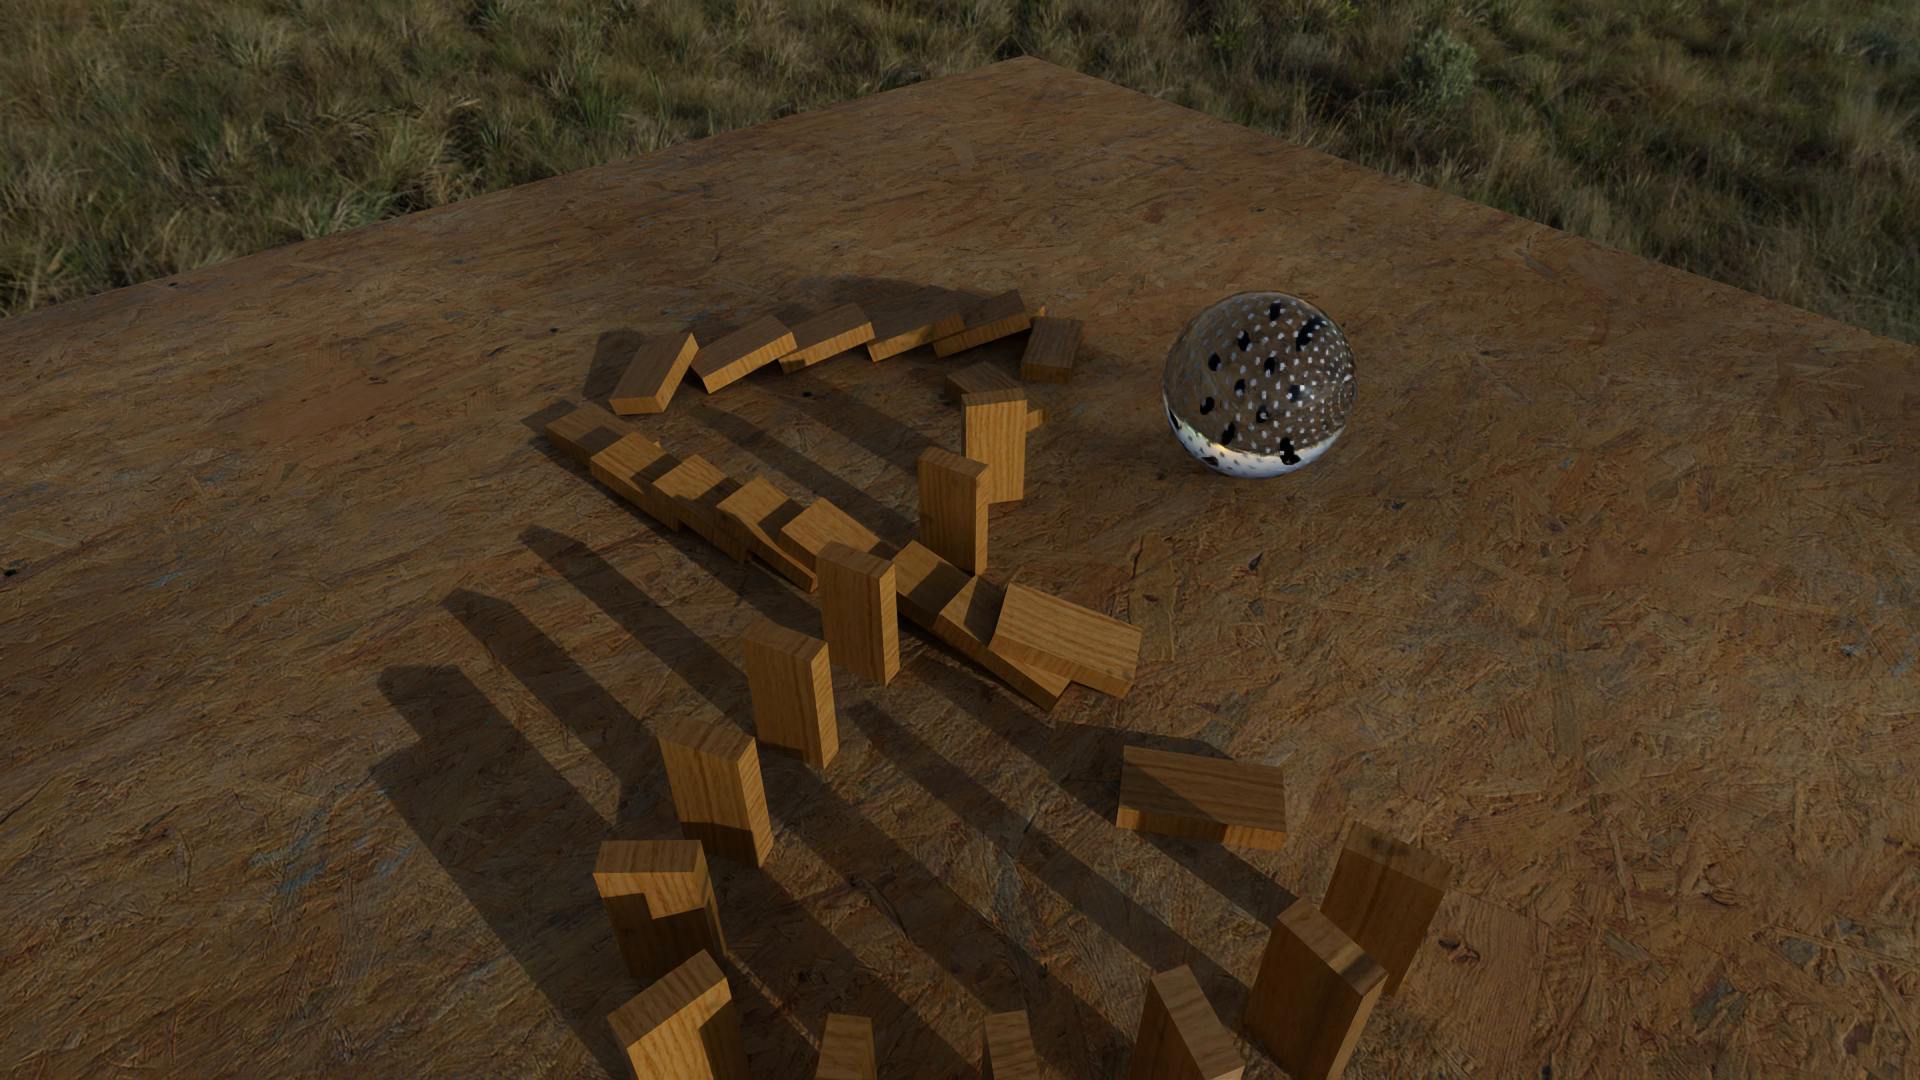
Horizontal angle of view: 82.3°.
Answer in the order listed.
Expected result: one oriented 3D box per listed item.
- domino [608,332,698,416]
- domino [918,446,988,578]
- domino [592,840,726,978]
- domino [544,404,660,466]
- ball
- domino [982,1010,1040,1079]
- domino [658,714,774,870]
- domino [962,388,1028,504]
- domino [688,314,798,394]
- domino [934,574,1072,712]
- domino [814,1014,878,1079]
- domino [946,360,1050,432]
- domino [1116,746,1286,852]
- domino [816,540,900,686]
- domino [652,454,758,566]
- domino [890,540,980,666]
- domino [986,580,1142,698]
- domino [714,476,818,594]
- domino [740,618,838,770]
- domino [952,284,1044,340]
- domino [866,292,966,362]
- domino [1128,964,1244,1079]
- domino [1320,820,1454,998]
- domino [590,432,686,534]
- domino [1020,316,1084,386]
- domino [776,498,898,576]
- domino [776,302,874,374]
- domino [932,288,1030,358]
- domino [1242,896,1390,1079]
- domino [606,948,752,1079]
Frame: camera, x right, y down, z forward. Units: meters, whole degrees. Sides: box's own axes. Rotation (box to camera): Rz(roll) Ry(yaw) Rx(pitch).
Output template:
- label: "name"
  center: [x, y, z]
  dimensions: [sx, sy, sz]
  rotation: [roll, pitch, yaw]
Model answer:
- label: "domino"
  center: [-0.148, -0.081, 0.534]
  dimensions: [0.025, 0.009, 0.050]
  rotation: [-1, 46, 16]
- label: "domino"
  center: [-0.003, -0.010, 0.423]
  dimensions: [0.025, 0.050, 0.010]
  rotation: [20, 43, 23]
- label: "domino"
  center: [-0.078, 0.099, 0.291]
  dimensions: [0.025, 0.050, 0.010]
  rotation: [0, 39, -1]
- label: "domino"
  center: [-0.161, -0.044, 0.498]
  dimensions: [0.050, 0.009, 0.025]
  rotation: [27, 47, 29]
- label: "ball"
  center: [0.127, -0.066, 0.468]
  dimensions: [0.080, 0.080, 0.080]
  rotation: [0, 39, 0]
- label: "domino"
  center: [0.012, 0.132, 0.250]
  dimensions: [0.010, 0.050, 0.025]
  rotation: [-5, 40, -6]
- label: "domino"
  center: [-0.070, 0.074, 0.321]
  dimensions: [0.025, 0.050, 0.010]
  rotation: [13, 41, 16]
- label: "domino"
  center: [0.014, -0.038, 0.458]
  dimensions: [0.025, 0.050, 0.010]
  rotation: [-8, 40, -9]
- label: "domino"
  center: [-0.109, -0.093, 0.548]
  dimensions: [0.050, 0.010, 0.025]
  rotation: [-31, 45, -16]
- label: "domino"
  center: [0.018, 0.036, 0.388]
  dimensions: [0.050, 0.010, 0.025]
  rotation: [35, 48, 12]
- label: "domino"
  center: [-0.026, 0.132, 0.250]
  dimensions: [0.009, 0.050, 0.025]
  rotation: [4, 39, 5]
- label: "domino"
  center: [0.018, -0.068, 0.526]
  dimensions: [0.025, 0.010, 0.050]
  rotation: [-25, 45, -27]
- label: "domino"
  center: [0.075, 0.081, 0.345]
  dimensions: [0.050, 0.010, 0.025]
  rotation: [7, 40, 8]
- label: "domino"
  center: [-0.035, 0.026, 0.380]
  dimensions: [0.025, 0.050, 0.010]
  rotation: [19, 43, 22]
- label: "domino"
  center: [-0.098, -0.013, 0.449]
  dimensions: [0.050, 0.010, 0.025]
  rotation: [34, 48, 14]
- label: "domino"
  center: [-0.005, 0.023, 0.407]
  dimensions: [0.050, 0.010, 0.025]
  rotation: [32, 48, 16]
- label: "domino"
  center: [0.037, 0.034, 0.383]
  dimensions: [0.050, 0.010, 0.025]
  rotation: [20, 47, -2]
- label: "domino"
  center: [-0.070, -0.003, 0.436]
  dimensions: [0.050, 0.010, 0.025]
  rotation: [35, 49, 13]
- label: "domino"
  center: [-0.054, 0.050, 0.351]
  dimensions: [0.025, 0.050, 0.009]
  rotation: [17, 42, 20]
- label: "domino"
  center: [0.017, -0.123, 0.594]
  dimensions: [0.050, 0.009, 0.025]
  rotation: [20, 44, 23]
- label: "domino"
  center: [-0.024, -0.110, 0.567]
  dimensions: [0.050, 0.010, 0.025]
  rotation: [-19, 40, 3]
- label: "domino"
  center: [0.052, 0.125, 0.259]
  dimensions: [0.010, 0.050, 0.025]
  rotation: [-13, 41, -16]
- label: "domino"
  center: [0.110, 0.098, 0.291]
  dimensions: [0.025, 0.050, 0.010]
  rotation: [21, 44, 24]
- label: "domino"
  center: [-0.129, -0.025, 0.466]
  dimensions: [0.050, 0.009, 0.025]
  rotation: [32, 48, 17]
- label: "domino"
  center: [0.048, -0.097, 0.562]
  dimensions: [0.025, 0.010, 0.050]
  rotation: [8, 40, 10]
- label: "domino"
  center: [-0.043, 0.007, 0.423]
  dimensions: [0.050, 0.010, 0.025]
  rotation: [36, 49, 12]
- label: "domino"
  center: [-0.072, -0.103, 0.562]
  dimensions: [0.050, 0.009, 0.025]
  rotation: [-24, 44, -9]
- label: "domino"
  center: [0.009, -0.112, 0.569]
  dimensions: [0.050, 0.010, 0.025]
  rotation: [-18, 41, 5]
- label: "domino"
  center: [0.087, 0.114, 0.273]
  dimensions: [0.009, 0.050, 0.025]
  rotation: [-26, 46, -28]
- label: "domino"
  center: [-0.066, 0.122, 0.263]
  dimensions: [0.025, 0.050, 0.009]
  rotation: [-29, 47, -31]
